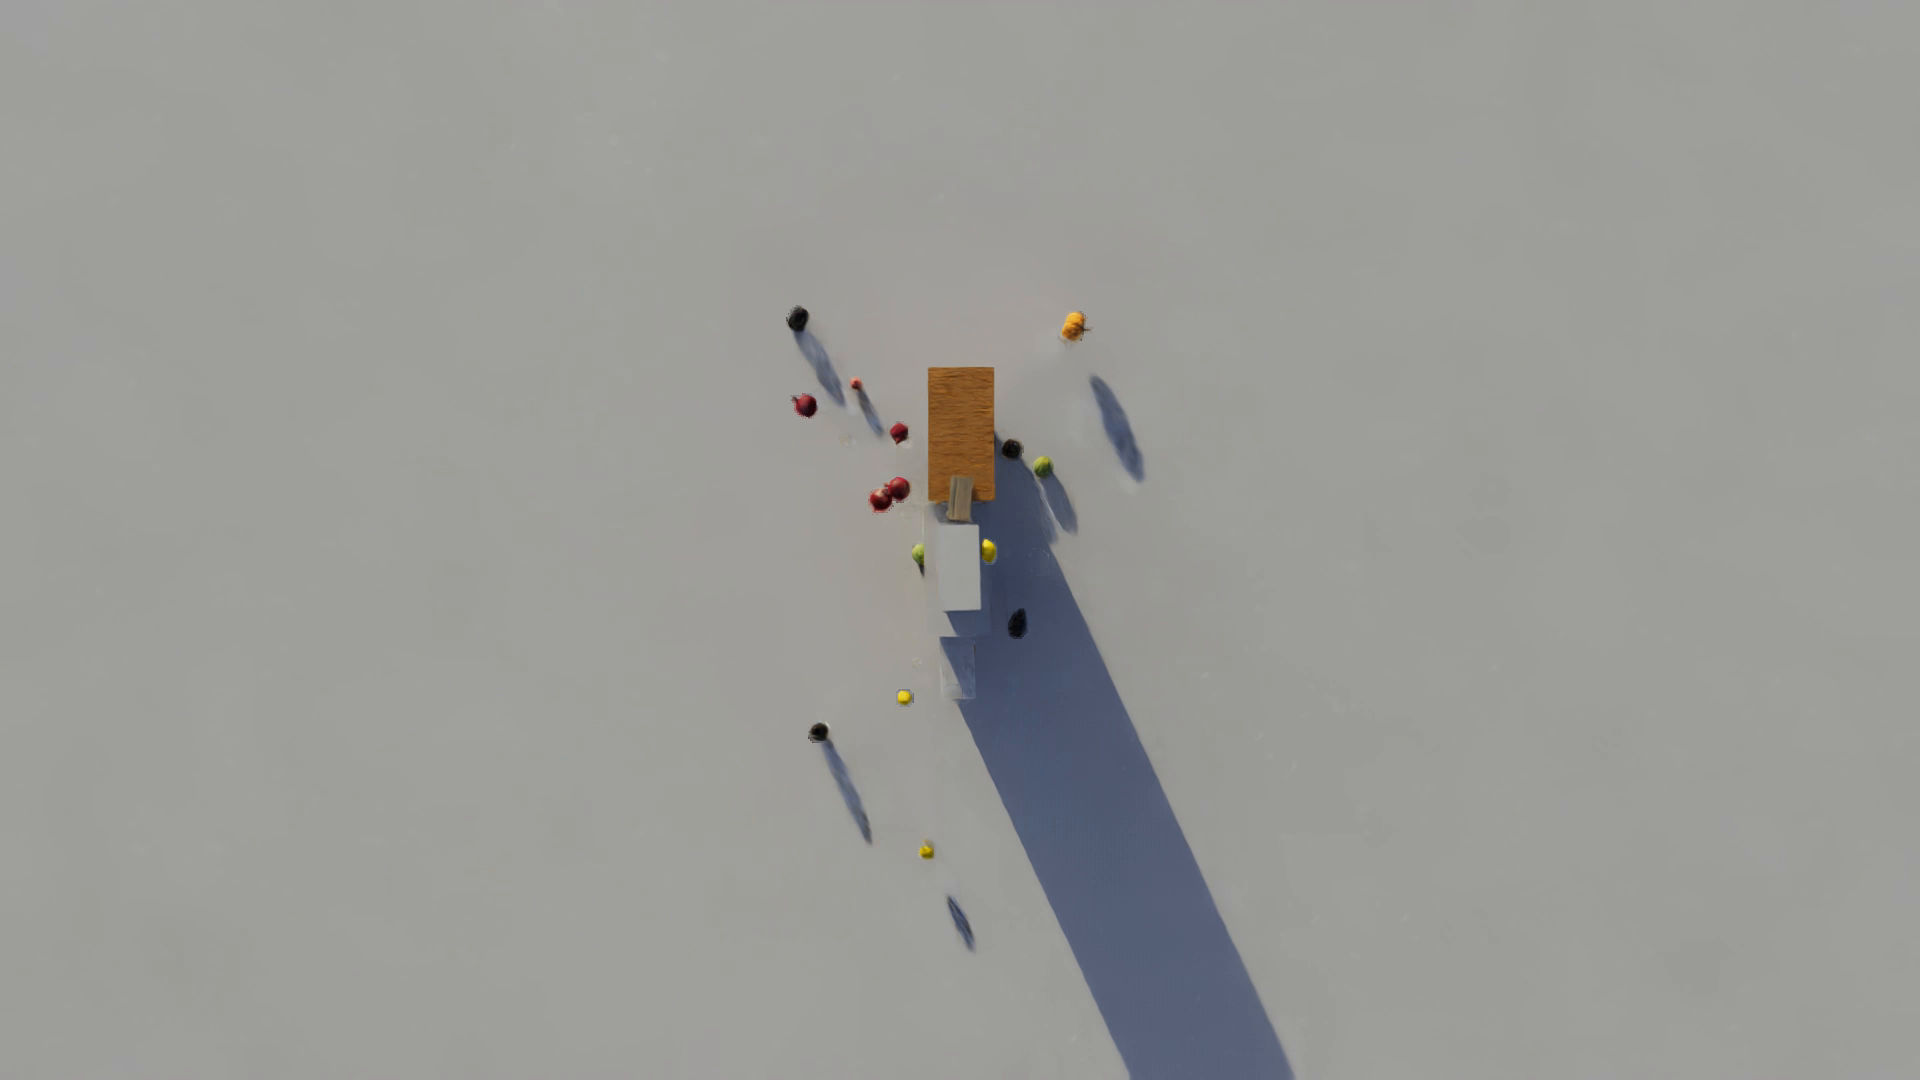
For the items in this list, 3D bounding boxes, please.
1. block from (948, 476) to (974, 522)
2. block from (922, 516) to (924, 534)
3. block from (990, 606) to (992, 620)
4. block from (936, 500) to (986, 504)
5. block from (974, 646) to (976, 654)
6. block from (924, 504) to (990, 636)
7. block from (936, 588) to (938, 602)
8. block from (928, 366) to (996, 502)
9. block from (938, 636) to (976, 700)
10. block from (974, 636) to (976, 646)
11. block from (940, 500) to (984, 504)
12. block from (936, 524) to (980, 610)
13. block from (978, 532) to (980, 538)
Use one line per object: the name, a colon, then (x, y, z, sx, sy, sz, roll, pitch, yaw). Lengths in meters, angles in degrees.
block: (0.001, -0.109, 4.321, 0.058, 0.016, 0.115, 5, 91, -1)
block: (-0.013, -0.040, 4.703, 0.180, 0.359, 0.051, 2, 91, 0)
block: (-0.004, 0.198, 4.791, 0.180, 0.535, 0.051, -3, 90, 0)
block: (0.004, -0.042, 5.171, 0.153, 0.043, 0.307, 0, 90, 0)
block: (-0.004, 0.249, 5.072, 0.101, 0.029, 0.202, -1, 90, 0)
block: (-0.008, 0.082, 4.498, 0.180, 0.051, 0.359, 0, 90, 0)
block: (-0.006, 0.139, 4.362, 0.109, 0.219, 0.031, -3, 93, 0)
block: (0.003, -0.287, 4.471, 0.180, 0.051, 0.360, 0, 90, 0)
block: (-0.008, 0.366, 4.840, 0.102, 0.029, 0.203, -3, 90, 0)
block: (-0.006, 0.296, 4.956, 0.102, 0.203, 0.029, -1, 90, 0)
block: (0.003, -0.224, 4.874, 0.128, 0.036, 0.257, -1, 90, 0)
block: (-0.004, 0.071, 4.237, 0.109, 0.031, 0.219, -1, 90, 0)
block: (-0.005, -0.004, 4.362, 0.109, 0.219, 0.031, -2, 92, 0)
